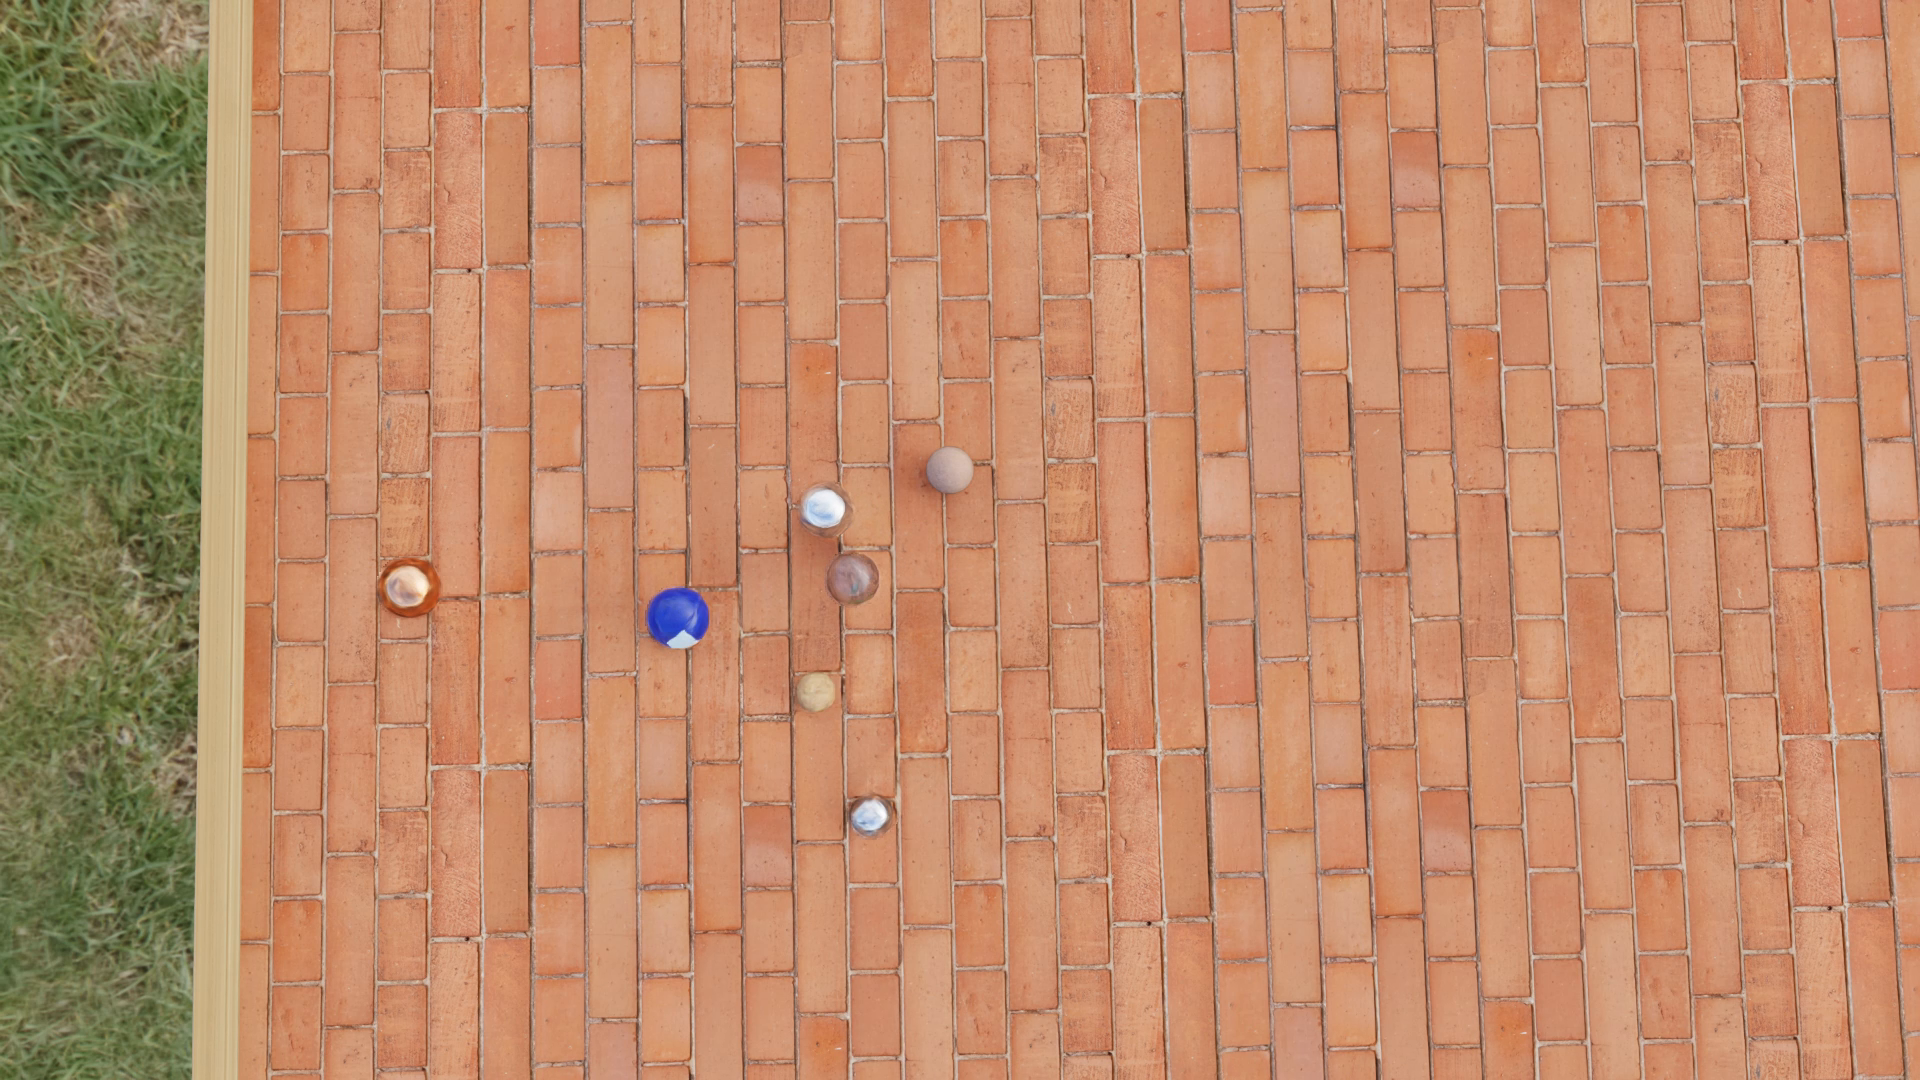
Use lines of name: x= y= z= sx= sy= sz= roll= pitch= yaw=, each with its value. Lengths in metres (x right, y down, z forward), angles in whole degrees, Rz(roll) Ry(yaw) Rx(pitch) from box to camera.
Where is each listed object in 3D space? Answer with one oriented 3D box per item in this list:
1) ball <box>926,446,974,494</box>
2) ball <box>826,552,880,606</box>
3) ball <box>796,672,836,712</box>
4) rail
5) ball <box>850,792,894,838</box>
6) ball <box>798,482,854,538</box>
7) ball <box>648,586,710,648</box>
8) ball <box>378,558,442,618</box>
ball: x=-0.015 y=-0.104 z=3.265 sx=0.072 sy=0.072 sz=0.072 roll=0 pitch=84 yaw=0
ball: x=-0.158 y=0.058 z=3.243 sx=0.079 sy=0.079 sz=0.079 roll=0 pitch=84 yaw=0
ball: x=-0.212 y=0.224 z=3.235 sx=0.059 sy=0.059 sz=0.059 roll=0 pitch=84 yaw=0
rail: x=-1.071 y=0.021 z=3.226 sx=0.045 sy=0.119 sz=2.506 roll=-1 pitch=84 yaw=0
ball: x=-0.129 y=0.402 z=3.212 sx=0.065 sy=0.065 sz=0.065 roll=0 pitch=84 yaw=0
ball: x=-0.197 y=-0.044 z=3.253 sx=0.083 sy=0.083 sz=0.083 roll=0 pitch=84 yaw=0
ball: x=-0.413 y=0.114 z=3.230 sx=0.092 sy=0.092 sz=0.092 roll=0 pitch=84 yaw=0
ball: x=-0.810 y=0.070 z=3.237 sx=0.089 sy=0.089 sz=0.089 roll=0 pitch=84 yaw=0
